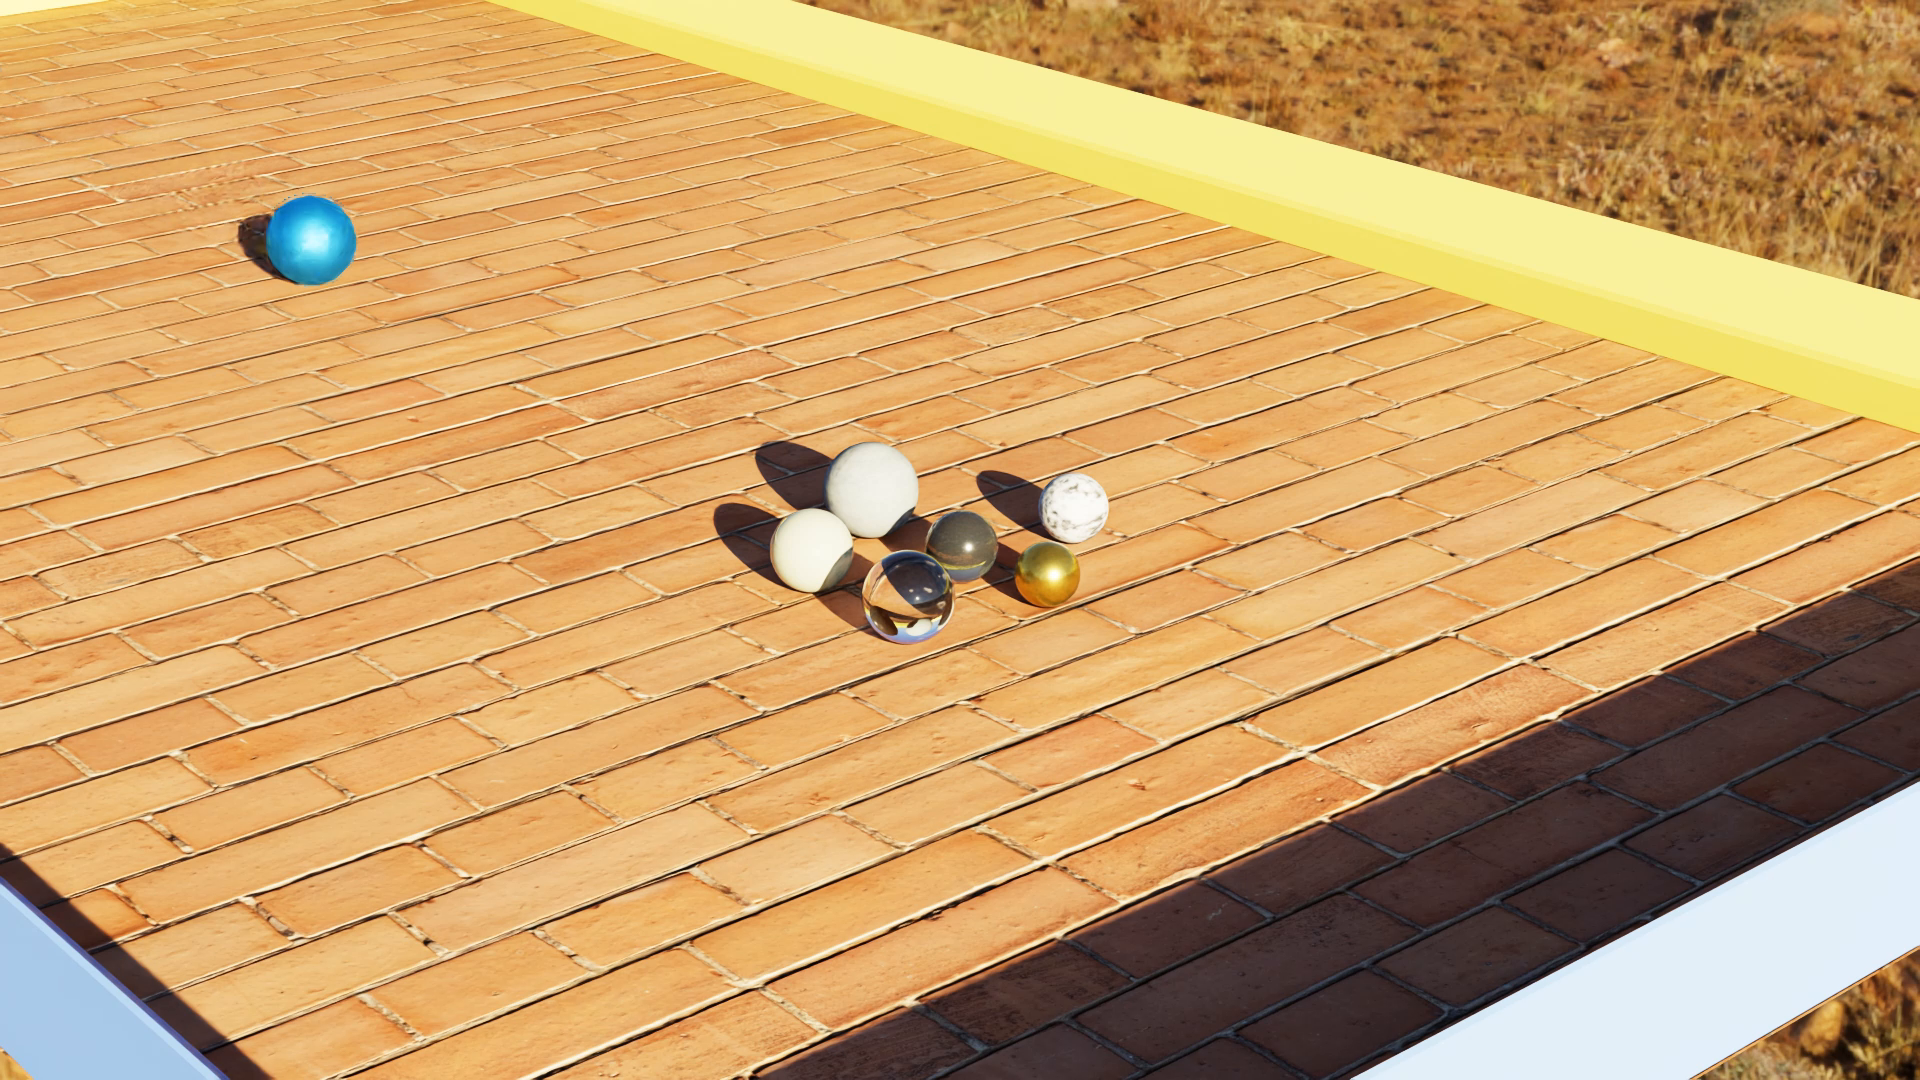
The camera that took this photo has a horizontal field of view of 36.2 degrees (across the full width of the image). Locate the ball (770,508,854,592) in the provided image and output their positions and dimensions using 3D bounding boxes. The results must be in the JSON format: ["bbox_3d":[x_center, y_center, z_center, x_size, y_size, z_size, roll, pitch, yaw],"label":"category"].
[{"bbox_3d":[-0.122,0.009,2.415,0.069,0.069,0.069,0,22,0],"label":"ball"}]

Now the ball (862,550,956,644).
[{"bbox_3d":[-0.041,0.045,2.320,0.075,0.075,0.075,0,22,0],"label":"ball"}]

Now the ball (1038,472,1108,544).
[{"bbox_3d":[0.097,-0.027,2.514,0.060,0.060,0.060,0,22,0],"label":"ball"}]

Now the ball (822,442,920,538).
[{"bbox_3d":[-0.076,-0.043,2.523,0.083,0.083,0.083,0,22,0],"label":"ball"}]

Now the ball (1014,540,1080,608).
[{"bbox_3d":[0.071,0.028,2.389,0.054,0.054,0.054,0,22,0],"label":"ball"}]

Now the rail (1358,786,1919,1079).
[{"bbox_3d":[0.543,0.216,1.837,1.828,0.125,0.045,-18,28,-37],"label":"rail"}]

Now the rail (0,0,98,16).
[{"bbox_3d":[-1.661,-0.772,4.232,1.828,0.125,0.045,-18,28,-37],"label":"rail"}]

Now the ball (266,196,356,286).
[{"bbox_3d":[-0.703,-0.324,3.187,0.096,0.096,0.096,0,22,0],"label":"ball"}]

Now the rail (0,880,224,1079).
[{"bbox_3d":[-1.237,-0.058,2.501,0.045,0.125,3.449,-18,28,-37],"label":"rail"}]

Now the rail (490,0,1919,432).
[{"bbox_3d":[0.119,-0.498,3.568,0.045,0.125,3.449,-18,28,-37],"label":"rail"}]

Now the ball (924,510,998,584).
[{"bbox_3d":[0.001,0.005,2.434,0.061,0.061,0.061,0,22,0],"label":"ball"}]
